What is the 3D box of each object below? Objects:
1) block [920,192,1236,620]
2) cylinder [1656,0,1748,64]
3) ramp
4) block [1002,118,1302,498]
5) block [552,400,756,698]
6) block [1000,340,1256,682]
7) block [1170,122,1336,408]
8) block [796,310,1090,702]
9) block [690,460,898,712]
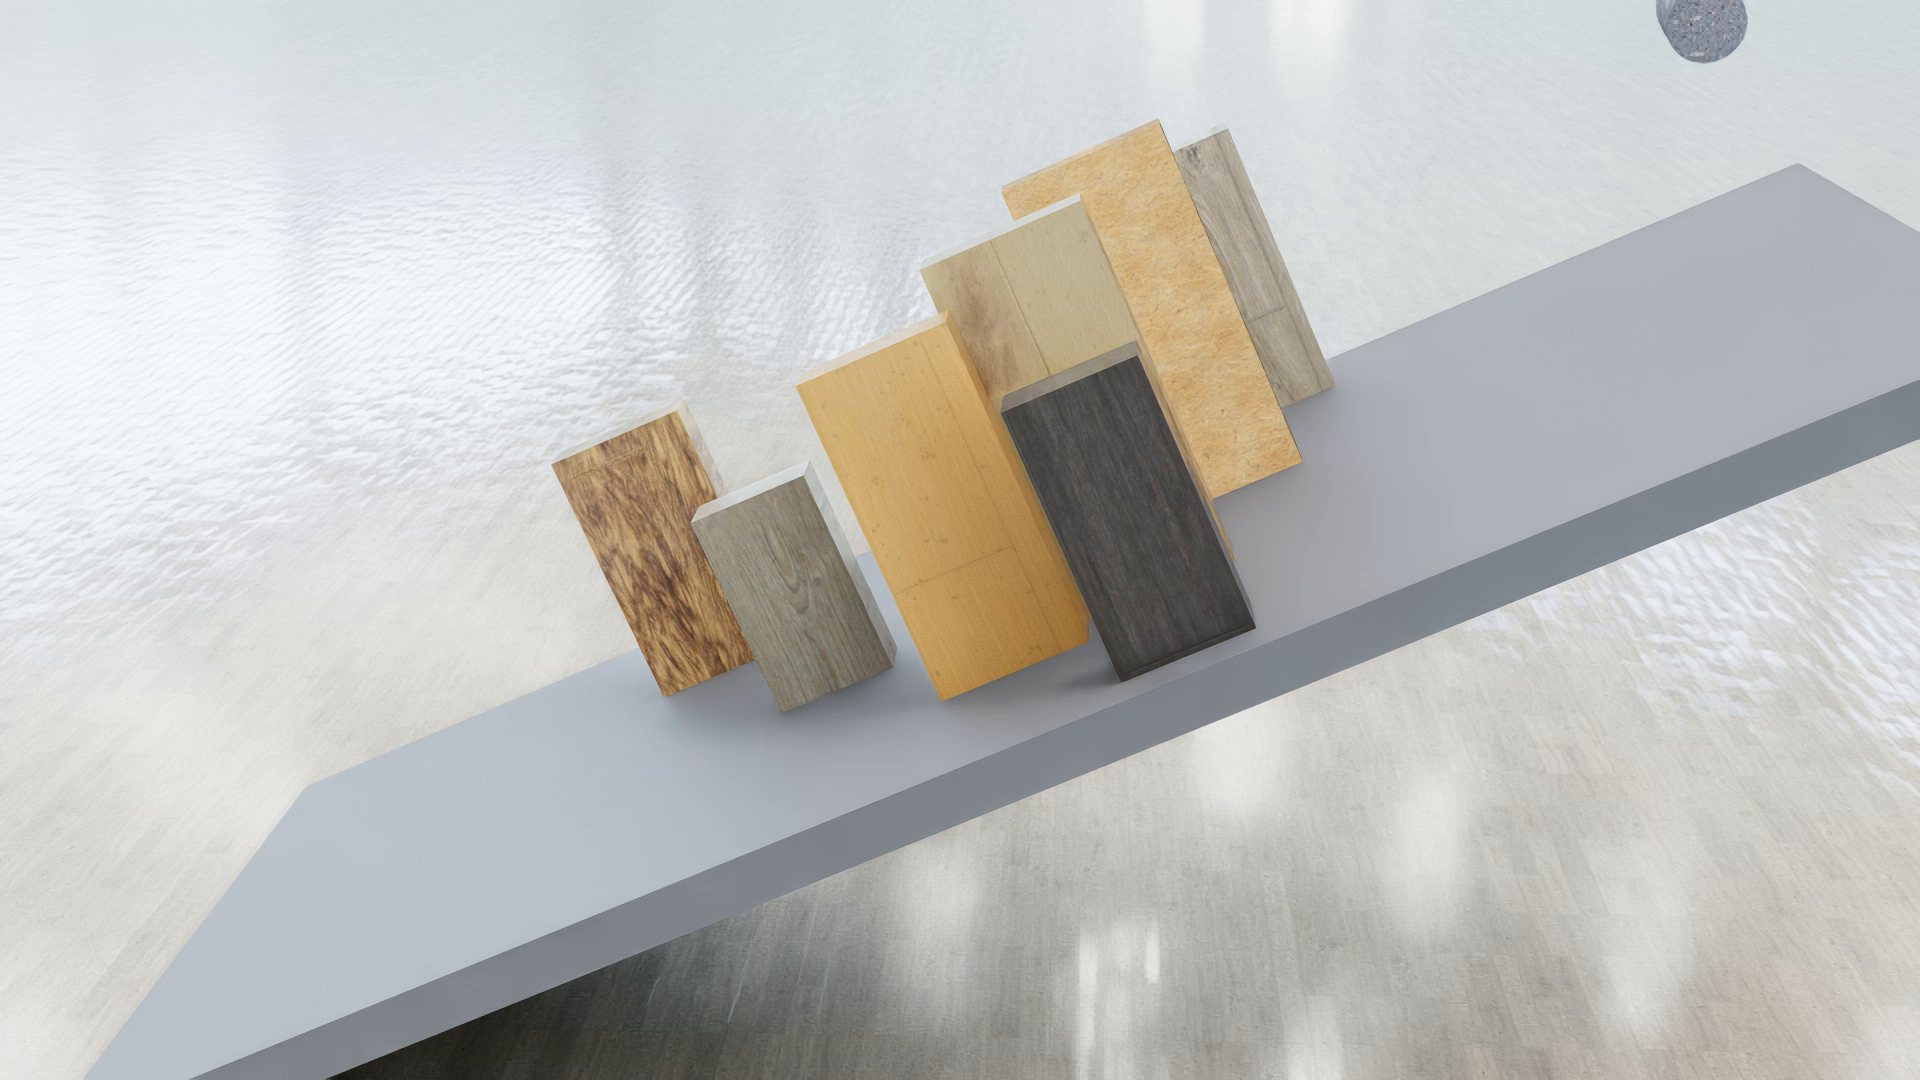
[{"bbox_3d":[0.235,-0.255,5.811,0.339,0.779,0.114,-23,13,8],"label":"block"},{"bbox_3d":[1.532,-1.087,6.083,0.163,0.163,0.163,1,25,4],"label":"cylinder"},{"bbox_3d":[0.131,0.170,6.285,4.000,0.100,2.000,-23,13,8],"label":"ramp"},{"bbox_3d":[0.413,-0.462,6.299,0.361,0.790,0.095,-23,13,8],"label":"block"},{"bbox_3d":[-0.656,0.020,6.750,0.317,0.601,0.124,-23,13,8],"label":"block"},{"bbox_3d":[0.309,-0.052,5.372,0.266,0.550,0.144,-23,13,8],"label":"block"},{"bbox_3d":[0.626,-0.615,6.843,0.259,0.650,0.119,-23,13,8],"label":"block"},{"bbox_3d":[-0.029,-0.065,5.736,0.315,0.688,0.134,-23,13,8],"label":"block"},{"bbox_3d":[-0.347,0.098,6.203,0.259,0.451,0.141,-23,13,8],"label":"block"}]
